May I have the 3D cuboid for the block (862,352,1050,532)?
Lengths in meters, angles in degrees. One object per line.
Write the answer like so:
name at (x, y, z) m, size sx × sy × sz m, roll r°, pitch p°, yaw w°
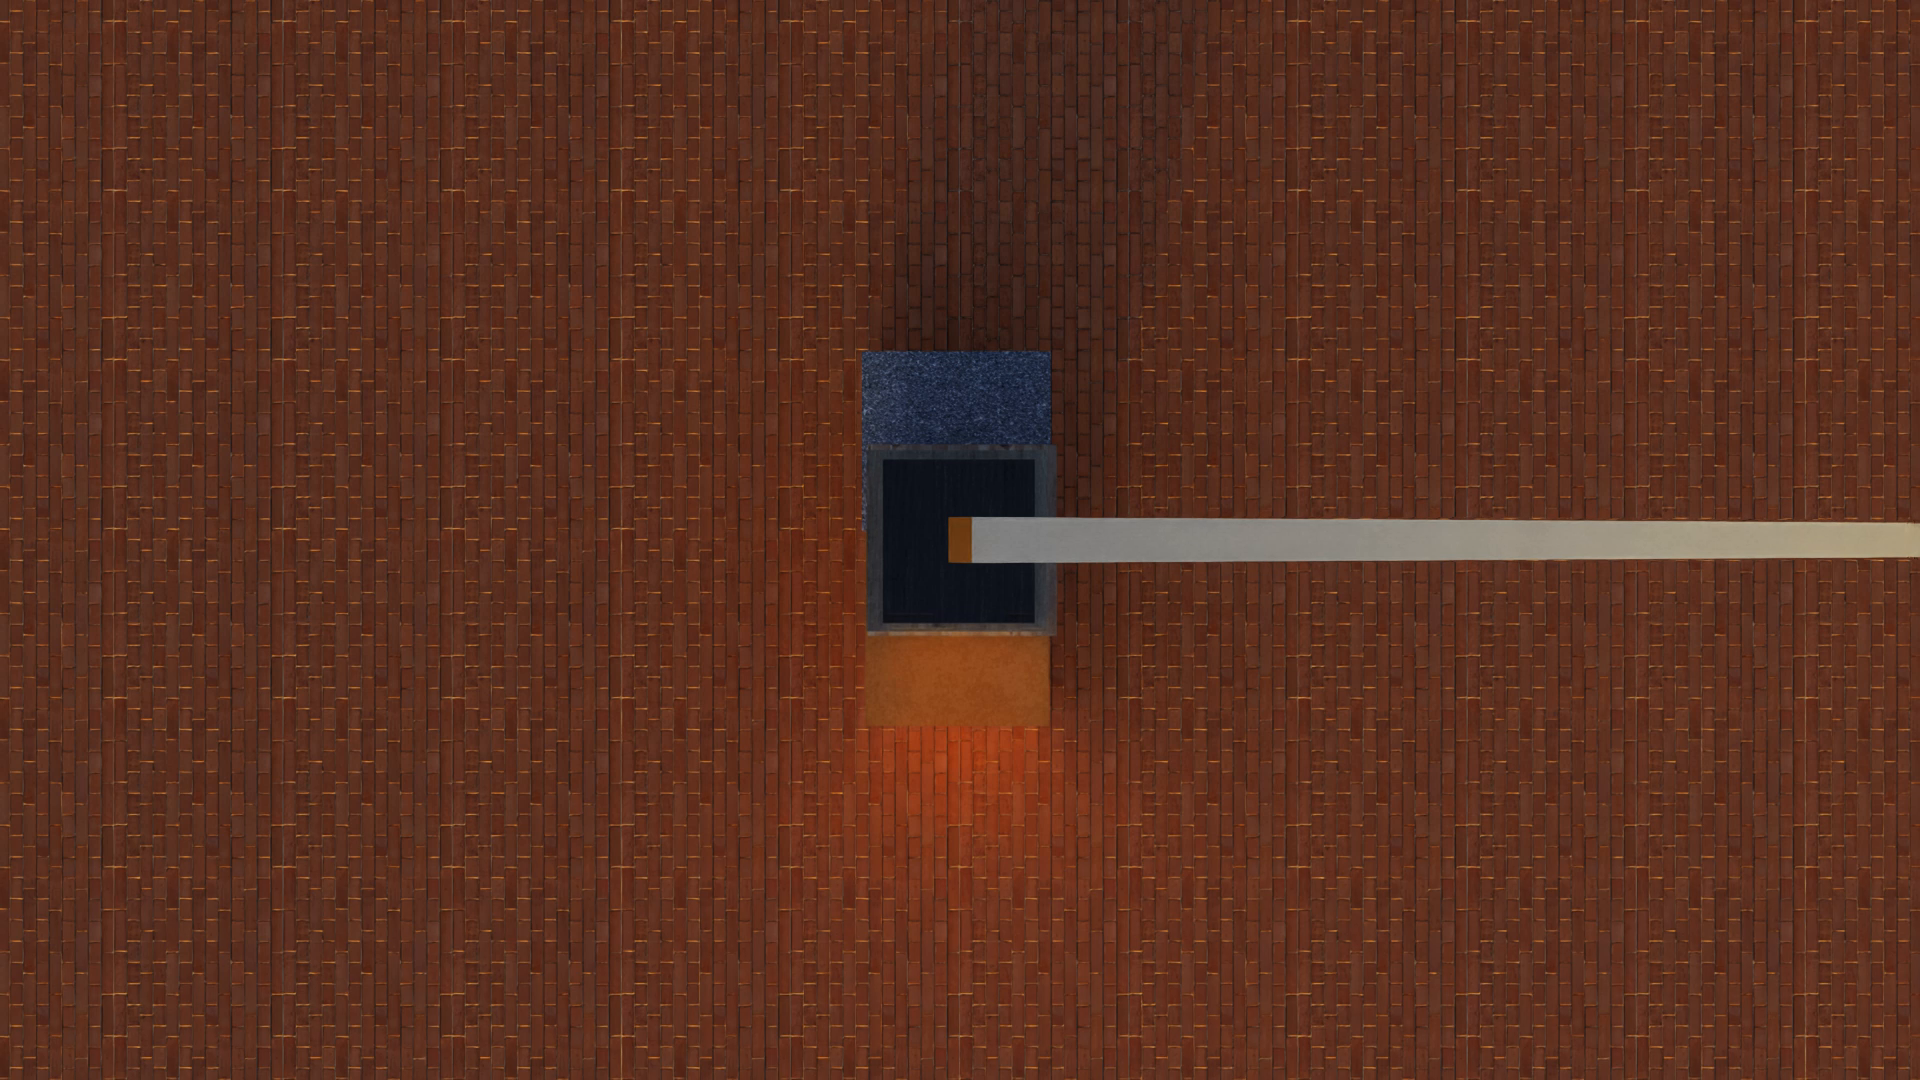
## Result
block at (-0.019, -0.531, 12.397) m, size 1.015 × 1.205 × 0.964 m, roll 0°, pitch 90°, yaw 0°

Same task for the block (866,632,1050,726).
block at (-0.015, 0.487, 12.481) m, size 1.001 × 1.037 × 1.053 m, roll 0°, pitch 90°, yaw 0°

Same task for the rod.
rod at (2.234, 0.000, 5.172) m, size 5.200 × 0.080 × 0.080 m, roll 0°, pitch 90°, yaw -31°

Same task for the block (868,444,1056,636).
block at (0.010, 0.001, 10.531) m, size 0.871 × 0.839 × 0.880 m, roll 0°, pitch 90°, yaw 0°

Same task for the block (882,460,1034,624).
block at (-0.004, 0.004, 8.045) m, size 0.534 × 0.618 × 0.575 m, roll 0°, pitch 90°, yaw 0°

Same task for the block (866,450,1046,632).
block at (-0.012, 0.004, 8.654) m, size 0.683 × 0.599 × 0.689 m, roll 0°, pitch 90°, yaw 0°
